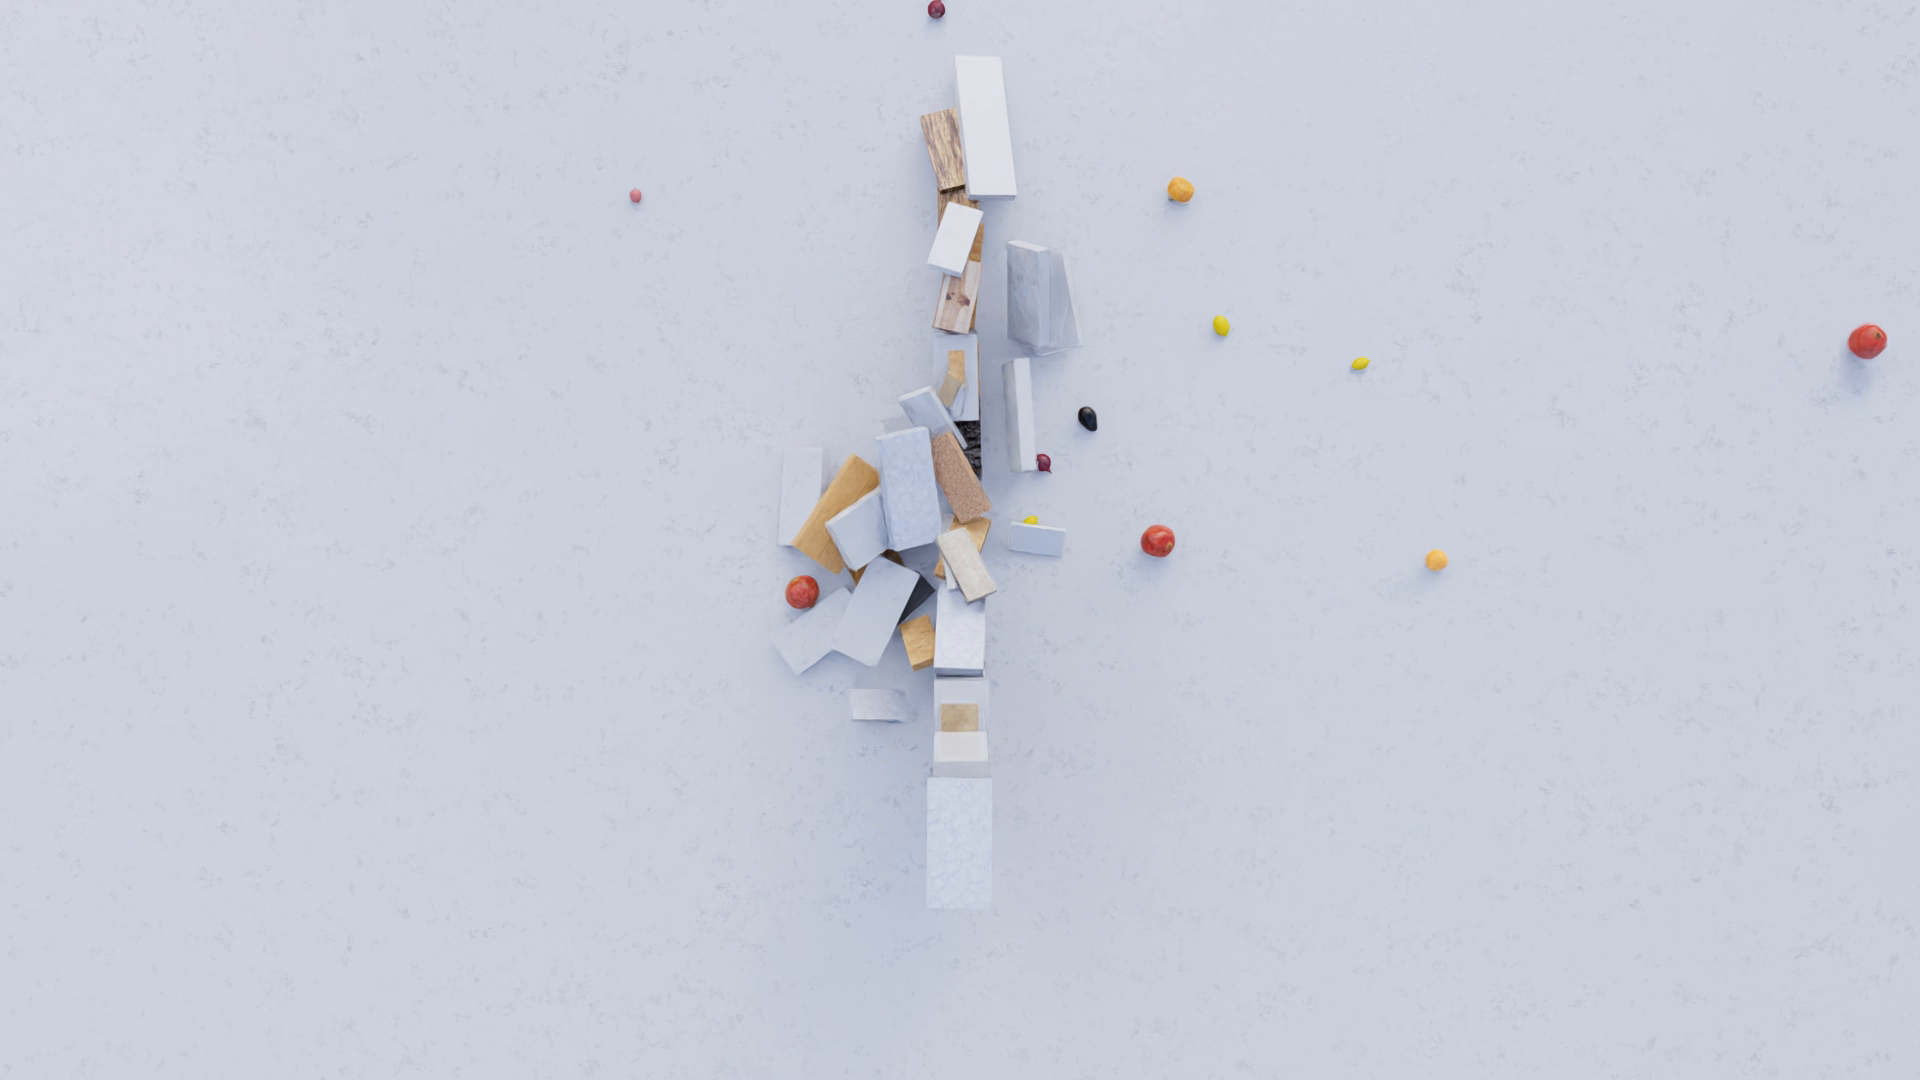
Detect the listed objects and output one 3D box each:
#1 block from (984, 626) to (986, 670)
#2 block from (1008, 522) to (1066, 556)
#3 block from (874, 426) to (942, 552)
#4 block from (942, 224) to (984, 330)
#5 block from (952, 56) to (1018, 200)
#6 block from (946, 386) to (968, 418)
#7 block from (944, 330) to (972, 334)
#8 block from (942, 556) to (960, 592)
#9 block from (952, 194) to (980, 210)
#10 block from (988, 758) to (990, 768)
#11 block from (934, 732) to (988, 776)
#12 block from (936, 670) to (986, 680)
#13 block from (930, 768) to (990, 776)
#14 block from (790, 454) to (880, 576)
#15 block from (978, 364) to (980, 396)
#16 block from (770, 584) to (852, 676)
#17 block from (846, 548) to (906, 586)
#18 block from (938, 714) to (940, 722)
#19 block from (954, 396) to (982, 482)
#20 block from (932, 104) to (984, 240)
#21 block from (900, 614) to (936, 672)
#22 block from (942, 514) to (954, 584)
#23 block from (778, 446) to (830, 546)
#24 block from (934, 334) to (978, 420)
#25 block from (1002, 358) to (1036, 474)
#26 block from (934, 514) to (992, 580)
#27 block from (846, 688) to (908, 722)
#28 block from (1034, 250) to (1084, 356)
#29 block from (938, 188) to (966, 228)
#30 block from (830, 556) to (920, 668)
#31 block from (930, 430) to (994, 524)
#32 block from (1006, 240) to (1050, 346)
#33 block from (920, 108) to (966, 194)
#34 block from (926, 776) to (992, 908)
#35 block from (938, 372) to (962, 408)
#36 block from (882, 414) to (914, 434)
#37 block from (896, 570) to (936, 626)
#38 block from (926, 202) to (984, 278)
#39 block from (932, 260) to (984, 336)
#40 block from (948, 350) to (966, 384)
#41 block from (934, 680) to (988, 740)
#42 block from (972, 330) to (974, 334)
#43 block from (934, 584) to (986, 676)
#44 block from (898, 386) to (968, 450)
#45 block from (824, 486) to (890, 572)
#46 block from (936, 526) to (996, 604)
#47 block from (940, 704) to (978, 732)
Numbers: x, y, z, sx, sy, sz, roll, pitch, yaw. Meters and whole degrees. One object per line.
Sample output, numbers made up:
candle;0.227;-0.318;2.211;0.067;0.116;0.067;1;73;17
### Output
block;0.005;0.293;5.373;0.155;0.310;0.044;-1;134;0
block;0.254;-0.003;5.470;0.182;0.026;0.091;7;113;0
block;-0.165;-0.164;5.328;0.171;0.048;0.375;-15;109;-21
block;0.004;-0.856;5.333;0.117;0.033;0.339;5;86;0
block;0.078;-1.351;5.406;0.158;0.045;0.492;-3;77;-16
block;-0.013;-0.451;5.315;0.053;0.015;0.105;21;117;18
block;-0.006;-0.714;5.403;0.094;0.027;0.187;1;97;0
block;-0.009;0.072;5.350;0.091;0.026;0.182;-6;70;-9
block;0.023;-1.041;5.376;0.085;0.024;0.171;-2;85;0
block;0.007;0.713;5.330;0.170;0.340;0.048;1;91;0
block;0.002;0.608;4.702;0.152;0.304;0.043;-1;99;0
block;0.001;0.421;5.345;0.155;0.310;0.044;-2;105;0
block;0.000;0.698;4.681;0.176;0.352;0.050;-1;91;0
block;-0.376;-0.082;5.386;0.179;0.051;0.357;36;83;-22
block;-0.005;-0.509;5.426;0.140;0.040;0.279;-2;113;0
block;-0.462;0.299;5.478;0.304;0.043;0.152;-36;90;0
block;-0.327;-0.008;5.476;0.171;0.048;0.342;-27;90;0
block;-0.007;0.533;4.998;0.111;0.222;0.031;-2;92;0
block;-0.001;-0.330;5.442;0.140;0.040;0.279;-2;106;0
block;-0.006;-1.218;5.481;0.133;0.038;0.445;-6;90;0
block;-0.128;0.337;5.412;0.103;0.205;0.029;-20;130;0
block;-0.001;0.031;5.441;0.119;0.034;0.238;0;68;0
block;-0.516;-0.142;5.446;0.152;0.043;0.324;4;90;27
block;-0.012;-0.528;5.349;0.140;0.040;0.279;-1;102;0
block;0.194;-0.404;5.407;0.051;0.179;0.361;-4;90;-11
block;0.009;0.026;5.406;0.119;0.034;0.238;17;69;7
block;-0.271;0.544;5.411;0.205;0.029;0.103;6;67;-34
block;0.300;-0.781;5.448;0.158;0.045;0.315;-11;90;24
block;-0.006;-1.033;5.442;0.133;0.038;0.266;-1;92;0
block;-0.281;0.232;5.426;0.171;0.048;0.342;25;90;1
block;-0.012;-0.204;5.358;0.119;0.034;0.285;-24;100;34
block;0.222;-0.801;5.366;0.045;0.158;0.315;-20;120;-34
block;-0.035;-1.280;5.420;0.133;0.038;0.265;-15;81;-2
block;-0.001;0.820;4.480;0.176;0.050;0.352;0;90;0
block;-0.033;-0.483;5.289;0.053;0.015;0.105;35;126;14
block;-0.174;-0.295;5.483;0.119;0.034;0.238;-14;90;0
block;-0.178;0.197;5.487;0.182;0.026;0.091;-43;90;0
block;-0.016;-0.963;5.289;0.117;0.033;0.234;17;71;4
block;-0.007;-0.783;5.294;0.117;0.033;0.234;12;86;1
block;-0.011;-0.558;5.315;0.053;0.015;0.105;-1;102;0
block;0.004;0.606;5.134;0.170;0.048;0.340;0;91;0
block;0.000;-0.681;5.456;0.094;0.027;0.187;2;105;-1
block;0.002;0.286;5.285;0.155;0.044;0.310;2;56;2
block;-0.087;-0.378;5.345;0.119;0.034;0.238;-17;118;31
block;-0.250;-0.073;5.376;0.357;0.051;0.179;-36;112;-20
block;0.019;0.081;5.318;0.103;0.029;0.240;-23;72;-15
block;-0.001;0.595;4.872;0.111;0.031;0.222;0;91;0
